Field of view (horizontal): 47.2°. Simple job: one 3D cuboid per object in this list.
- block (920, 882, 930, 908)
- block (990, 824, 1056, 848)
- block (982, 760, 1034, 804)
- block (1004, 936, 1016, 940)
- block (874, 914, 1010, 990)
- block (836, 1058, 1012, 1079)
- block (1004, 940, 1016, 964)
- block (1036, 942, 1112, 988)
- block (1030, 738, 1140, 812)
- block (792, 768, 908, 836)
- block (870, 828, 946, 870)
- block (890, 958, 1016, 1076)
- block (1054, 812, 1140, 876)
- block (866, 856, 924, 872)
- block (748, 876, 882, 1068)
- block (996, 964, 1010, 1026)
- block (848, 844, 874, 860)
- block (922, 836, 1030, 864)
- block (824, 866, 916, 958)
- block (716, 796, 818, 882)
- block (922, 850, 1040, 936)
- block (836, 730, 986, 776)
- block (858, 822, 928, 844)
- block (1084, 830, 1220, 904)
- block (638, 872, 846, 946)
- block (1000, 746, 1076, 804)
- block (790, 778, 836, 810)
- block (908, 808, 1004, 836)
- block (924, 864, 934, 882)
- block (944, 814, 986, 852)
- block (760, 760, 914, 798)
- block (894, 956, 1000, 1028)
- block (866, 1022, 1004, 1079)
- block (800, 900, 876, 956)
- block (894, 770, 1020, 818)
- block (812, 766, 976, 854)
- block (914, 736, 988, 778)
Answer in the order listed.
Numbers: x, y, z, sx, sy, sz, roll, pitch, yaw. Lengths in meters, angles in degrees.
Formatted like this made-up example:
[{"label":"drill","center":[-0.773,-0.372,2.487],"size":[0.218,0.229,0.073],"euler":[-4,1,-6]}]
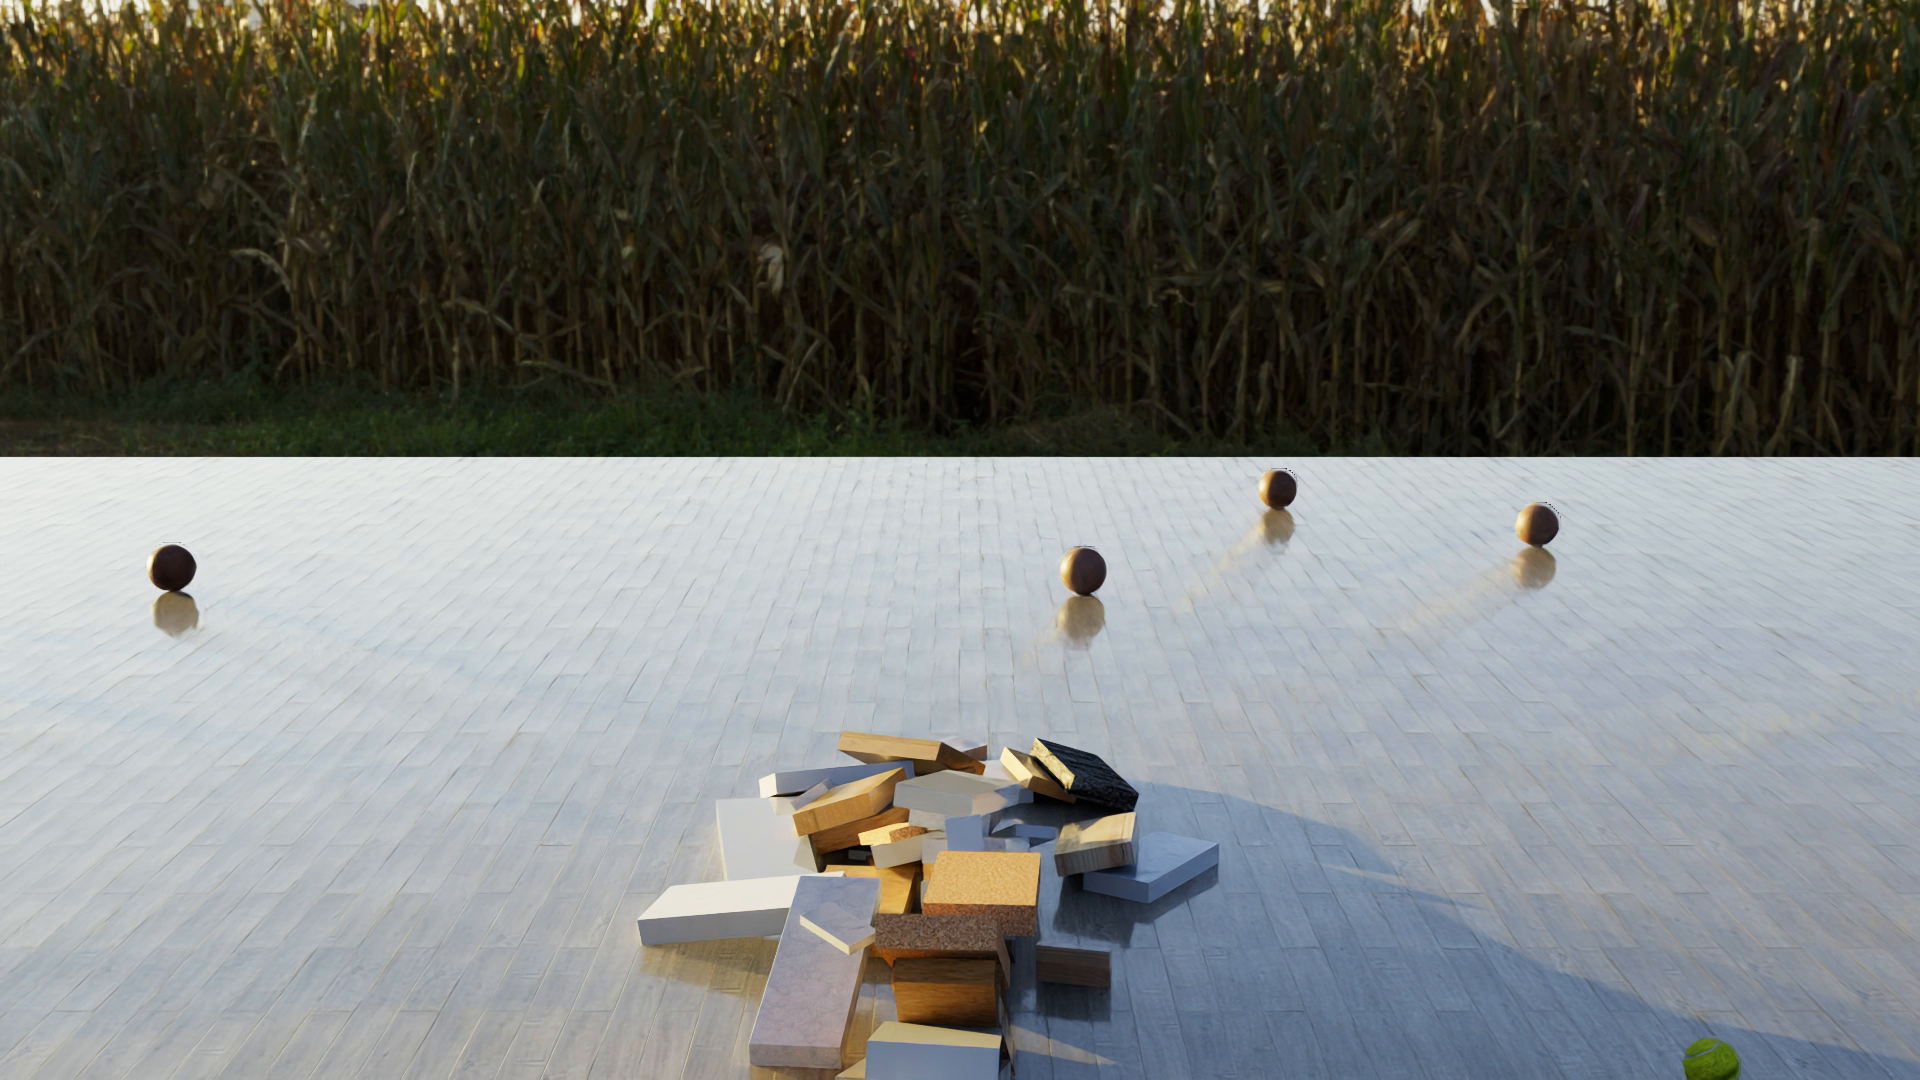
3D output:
[{"label":"block","center":[0.002,0.559,3.460],"size":[0.128,0.036,0.256],"euler":[0,-11,-1]},{"label":"block","center":[0.089,0.507,3.719],"size":[0.068,0.019,0.296],"euler":[7,-14,-12]},{"label":"block","center":[0.067,0.468,4.247],"size":[0.100,0.028,0.200],"euler":[-3,11,-14]},{"label":"block","center":[0.019,0.523,3.172],"size":[0.129,0.036,0.257],"euler":[1,5,3]},{"label":"block","center":[-0.015,0.563,2.983],"size":[0.149,0.042,0.593],"euler":[1,-16,3]},{"label":"block","center":[-0.039,0.659,2.640],"size":[0.174,0.049,0.347],"euler":[2,-8,6]},{"label":"block","center":[0.015,0.596,3.246],"size":[0.129,0.036,0.257],"euler":[1,-15,3]},{"label":"block","center":[0.170,0.633,3.282],"size":[0.112,0.056,0.016],"euler":[3,11,15]},{"label":"block","center":[0.235,0.448,4.211],"size":[0.134,0.038,0.268],"euler":[17,6,-16]},{"label":"block","center":[-0.192,0.466,3.933],"size":[0.142,0.040,0.284],"euler":[-17,0,12]},{"label":"block","center":[-0.045,0.508,3.751],"size":[0.142,0.040,0.283],"euler":[-15,-3,12]},{"label":"block","center":[-0.005,0.625,2.864],"size":[0.124,0.247,0.035],"euler":[-3,48,9]},{"label":"block","center":[0.238,0.521,3.784],"size":[0.131,0.037,0.262],"euler":[-11,3,7]},{"label":"block","center":[-0.101,0.558,3.795],"size":[0.116,0.016,0.058],"euler":[-2,11,-12]},{"label":"block","center":[-0.203,0.615,3.174],"size":[0.125,0.035,0.421],"euler":[1,24,6]},{"label":"block","center":[0.000,0.627,2.957],"size":[0.124,0.035,0.247],"euler":[1,-30,5]},{"label":"block","center":[-0.151,0.540,3.891],"size":[0.058,0.016,0.116],"euler":[3,11,16]},{"label":"block","center":[0.028,0.486,3.455],"size":[0.128,0.036,0.257],"euler":[-2,-7,10]},{"label":"block","center":[-0.159,0.594,3.534],"size":[0.150,0.042,0.300],"euler":[1,11,4]},{"label":"block","center":[-0.340,0.538,3.834],"size":[0.150,0.042,0.457],"euler":[-2,11,-8]},{"label":"block","center":[0.034,0.492,3.077],"size":[0.149,0.042,0.299],"euler":[1,5,4]},{"label":"block","center":[-0.095,0.418,4.235],"size":[0.268,0.038,0.134],"euler":[1,-23,44]},{"label":"block","center":[-0.112,0.489,3.664],"size":[0.068,0.019,0.136],"euler":[-12,-3,-25]},{"label":"block","center":[0.328,0.556,3.753],"size":[0.125,0.035,0.250],"euler":[7,13,33]},{"label":"block","center":[-0.339,0.580,3.465],"size":[0.300,0.042,0.150],"euler":[-7,10,15]},{"label":"block","center":[0.152,0.453,4.237],"size":[0.100,0.028,0.200],"euler":[19,5,-16]},{"label":"block","center":[-0.266,0.460,3.985],"size":[0.068,0.019,0.136],"euler":[-32,-3,1]},{"label":"block","center":[-0.001,0.450,3.674],"size":[0.131,0.037,0.262],"euler":[8,1,7]},{"label":"block","center":[0.004,0.543,3.616],"size":[0.128,0.036,0.256],"euler":[0,-7,-1]},{"label":"block","center":[0.009,0.457,3.309],"size":[0.056,0.016,0.112],"euler":[-8,31,0]},{"label":"block","center":[-0.234,0.455,4.168],"size":[0.268,0.038,0.134],"euler":[-4,-10,-19]},{"label":"block","center":[-0.014,0.612,2.798],"size":[0.124,0.248,0.035],"euler":[1,49,4]},{"label":"block","center":[-0.026,0.610,2.619],"size":[0.149,0.042,0.299],"euler":[3,-8,2]},{"label":"block","center":[-0.177,0.567,3.218],"size":[0.056,0.016,0.112],"euler":[-21,31,-38]},{"label":"block","center":[-0.002,0.414,3.590],"size":[0.131,0.037,0.262],"euler":[8,1,18]},{"label":"block","center":[-0.110,0.483,3.961],"size":[0.142,0.040,0.394],"euler":[-17,0,25]},{"label":"block","center":[-0.051,0.435,4.425],"size":[0.200,0.028,0.100],"euler":[-10,15,-44]}]
